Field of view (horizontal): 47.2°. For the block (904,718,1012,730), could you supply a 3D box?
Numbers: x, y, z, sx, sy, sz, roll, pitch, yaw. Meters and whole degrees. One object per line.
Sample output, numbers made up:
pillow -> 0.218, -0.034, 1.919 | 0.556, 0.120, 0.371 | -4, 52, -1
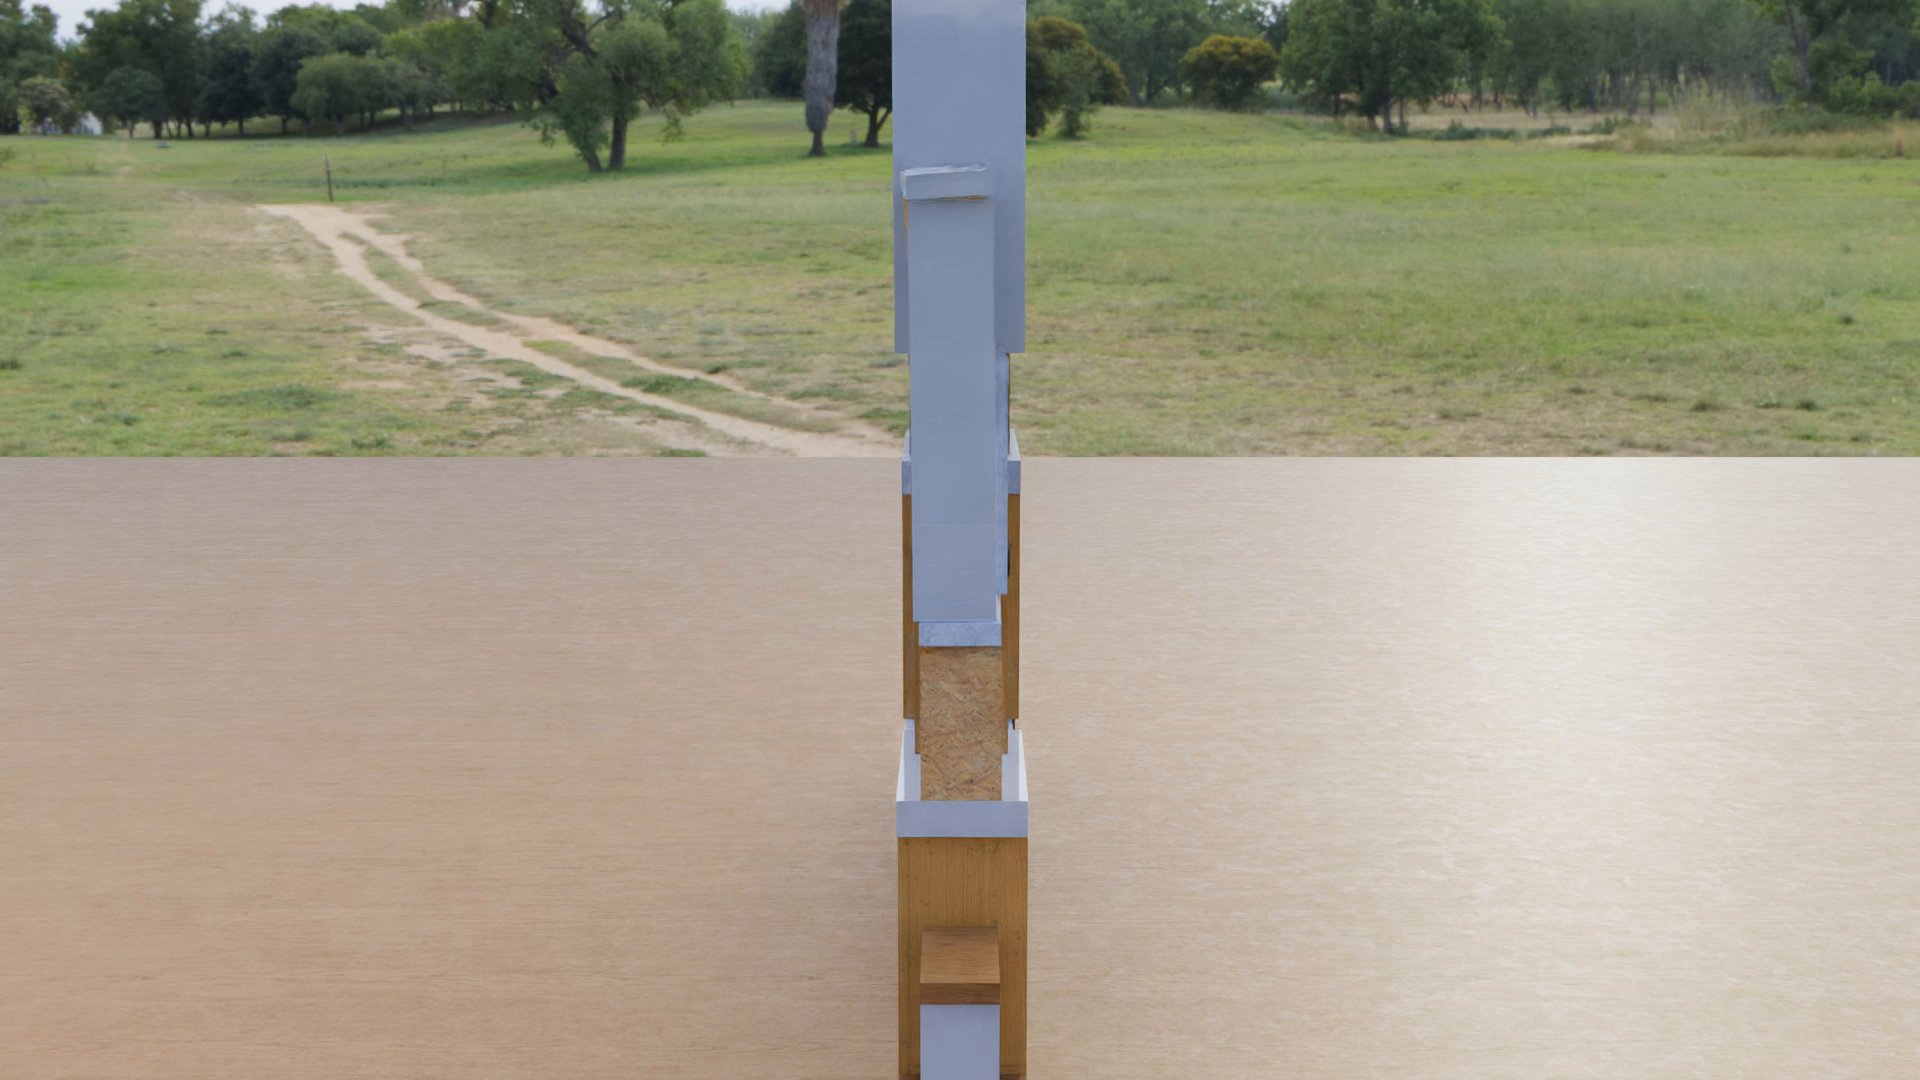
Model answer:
block -> -0.002, 0.292, 3.373 | 0.162, 0.046, 0.324 | 0, 11, 0

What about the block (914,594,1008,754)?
block -> 0.002, 0.169, 3.073 | 0.130, 0.259, 0.037 | 0, 11, 0

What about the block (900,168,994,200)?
block -> -0.019, -0.452, 2.790 | 0.106, 0.030, 0.212 | -4, 11, -3

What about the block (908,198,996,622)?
block -> -0.009, -0.160, 2.775 | 0.106, 0.533, 0.030 | -1, 11, -1

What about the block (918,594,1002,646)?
block -> 0.001, 0.102, 2.906 | 0.105, 0.030, 0.211 | 0, 11, 1

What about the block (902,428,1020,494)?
block -> 0.001, -0.125, 3.423 | 0.176, 0.050, 0.353 | 0, 11, 0

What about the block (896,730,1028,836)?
block -> 0.003, 0.332, 3.036 | 0.172, 0.049, 0.345 | 0, 11, 0

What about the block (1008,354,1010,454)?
block -> -0.001, -0.279, 3.299 | 0.149, 0.299, 0.042 | 0, 11, 0

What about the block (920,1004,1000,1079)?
block -> 0.000, 0.661, 2.750 | 0.098, 0.196, 0.028 | 0, 11, 0

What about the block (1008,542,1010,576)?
block -> 0.003, 0.007, 3.131 | 0.130, 0.037, 0.259 | 0, 11, 0

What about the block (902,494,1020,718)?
block -> 0.002, 0.095, 3.344 | 0.176, 0.353, 0.050 | 0, 11, 0

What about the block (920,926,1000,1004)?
block -> 0.000, 0.539, 2.794 | 0.098, 0.028, 0.196 | 0, 11, 0

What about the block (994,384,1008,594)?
block -> 0.006, -0.070, 2.965 | 0.116, 0.288, 0.033 | 0, 11, 0

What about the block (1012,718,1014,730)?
block -> 0.001, 0.114, 3.587 | 0.176, 0.480, 0.050 | 0, 11, 0

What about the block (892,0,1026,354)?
block -> -0.001, -0.510, 2.956 | 0.177, 0.513, 0.050 | 0, 11, -1

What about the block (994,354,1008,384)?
block -> 0.005, -0.242, 3.011 | 0.116, 0.033, 0.232 | 0, 11, 0

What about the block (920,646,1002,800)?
block -> 0.001, 0.233, 2.859 | 0.105, 0.211, 0.030 | 0, 10, 0

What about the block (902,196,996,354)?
block -> -0.013, -0.348, 2.893 | 0.106, 0.212, 0.030 | -3, 12, 6

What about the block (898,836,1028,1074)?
block -> 0.004, 0.547, 2.959 | 0.172, 0.345, 0.049 | 0, 11, 0
